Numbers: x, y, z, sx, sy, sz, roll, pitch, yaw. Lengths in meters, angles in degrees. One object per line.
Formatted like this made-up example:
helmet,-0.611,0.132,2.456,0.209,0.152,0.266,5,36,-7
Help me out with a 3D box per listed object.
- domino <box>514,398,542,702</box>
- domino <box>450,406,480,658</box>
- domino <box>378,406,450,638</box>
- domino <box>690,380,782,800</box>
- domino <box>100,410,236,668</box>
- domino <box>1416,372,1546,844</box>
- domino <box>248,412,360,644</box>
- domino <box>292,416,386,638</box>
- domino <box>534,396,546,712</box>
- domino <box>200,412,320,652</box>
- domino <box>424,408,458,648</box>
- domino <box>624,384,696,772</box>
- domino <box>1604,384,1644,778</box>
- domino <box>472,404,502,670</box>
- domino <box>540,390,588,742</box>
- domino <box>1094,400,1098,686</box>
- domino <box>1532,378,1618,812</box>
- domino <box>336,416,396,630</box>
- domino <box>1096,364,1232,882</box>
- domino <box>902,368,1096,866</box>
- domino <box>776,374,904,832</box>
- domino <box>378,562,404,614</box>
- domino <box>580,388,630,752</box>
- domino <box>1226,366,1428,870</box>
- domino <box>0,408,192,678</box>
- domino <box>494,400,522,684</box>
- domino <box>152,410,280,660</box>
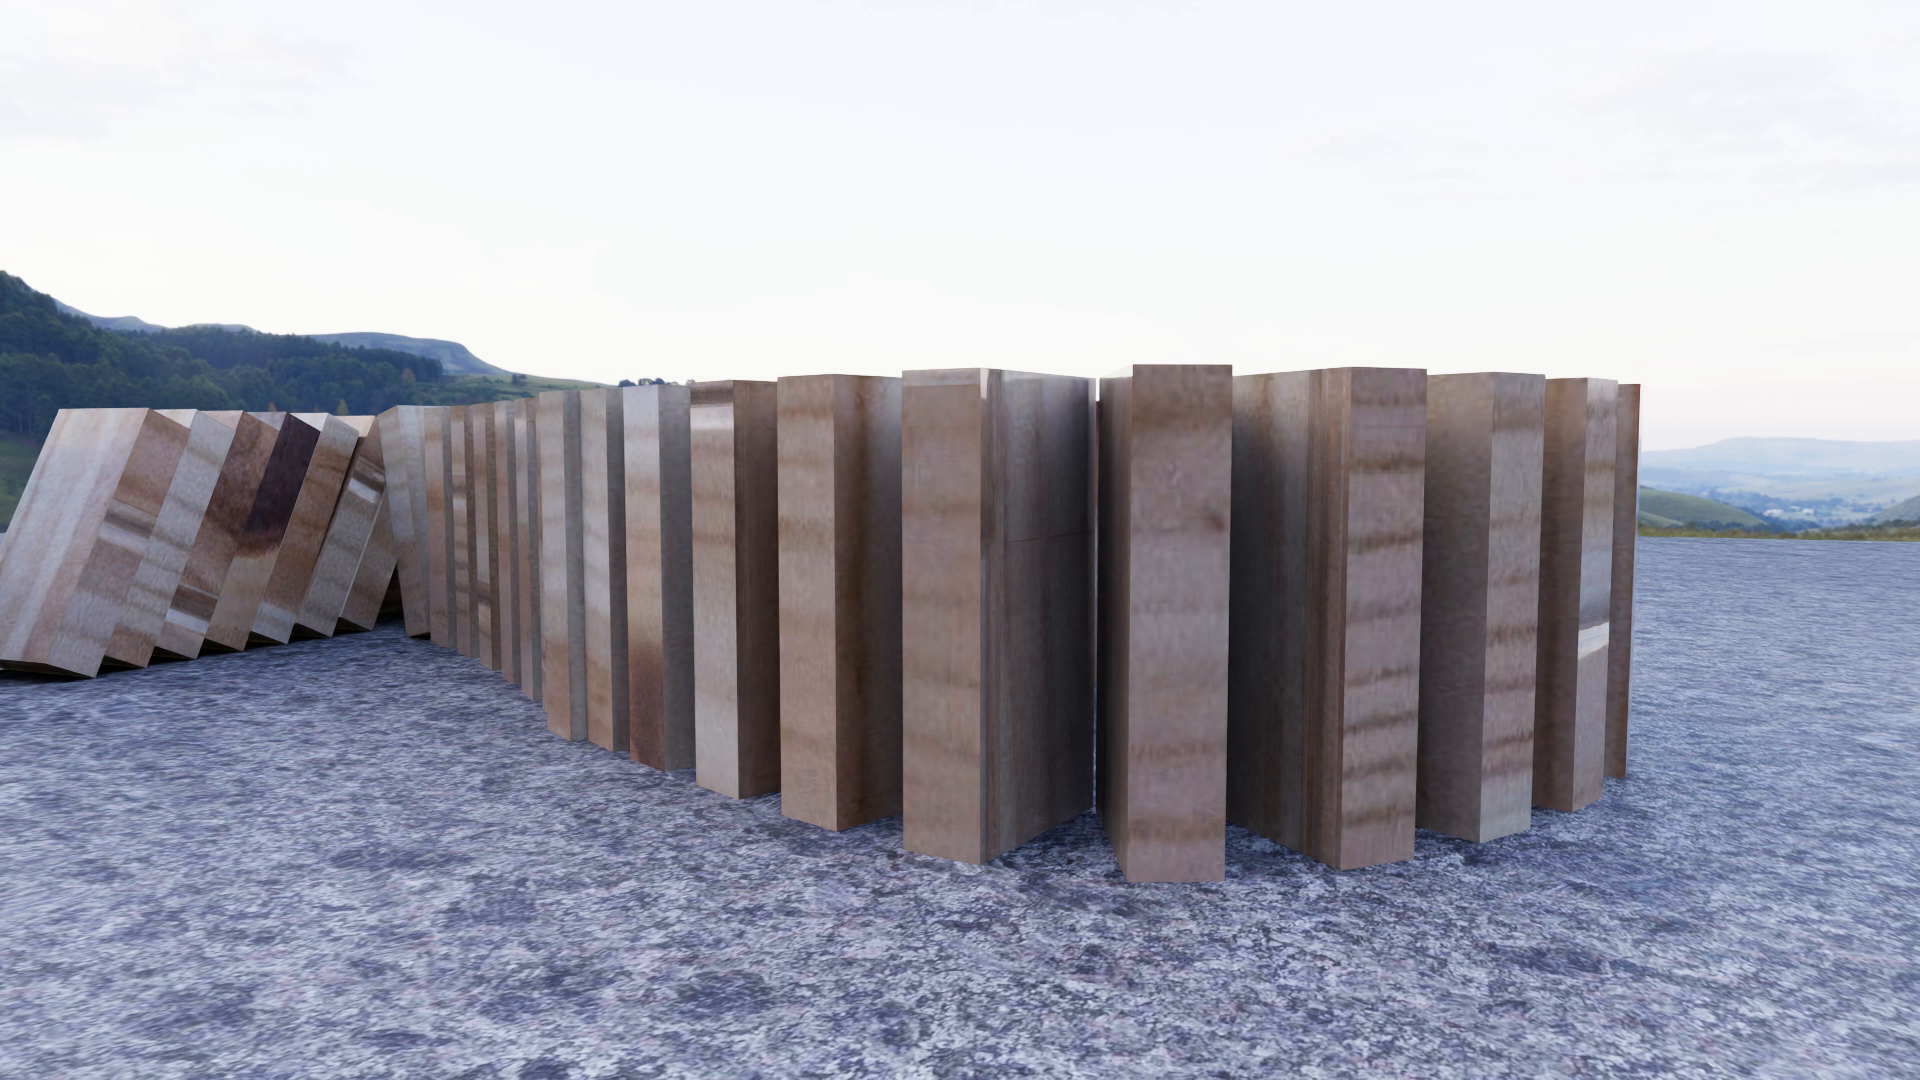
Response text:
domino,-0.062,0.001,0.221,0.025,0.050,0.010,-2,5,-30
domino,-0.090,-0.002,0.264,0.025,0.050,0.010,-3,5,-36
domino,-0.114,-0.005,0.291,0.010,0.050,0.025,-12,-5,40
domino,-0.021,0.005,0.164,0.025,0.050,0.010,-4,6,-43
domino,-0.164,-0.001,0.252,0.025,0.050,0.009,2,-21,21
domino,0.052,0.006,0.148,0.009,0.050,0.025,-3,5,-35
domino,-0.152,-0.003,0.282,0.025,0.050,0.010,2,-21,21
domino,-0.147,-0.004,0.292,0.025,0.050,0.010,2,-22,21
domino,-0.054,0.002,0.206,0.025,0.050,0.009,-2,5,-29
domino,-0.156,-0.002,0.272,0.025,0.050,0.010,2,-21,21
domino,-0.101,-0.003,0.277,0.025,0.050,0.010,-4,6,-43
domino,-0.032,0.004,0.176,0.025,0.050,0.009,-4,6,-41
domino,0.076,0.005,0.172,0.025,0.050,0.010,2,5,30
domino,-0.080,-0.001,0.250,0.025,0.050,0.010,-3,5,-34
domino,-0.049,0.003,0.193,0.025,0.050,0.009,-3,5,-37
domino,0.025,0.000,0.238,0.009,0.050,0.025,-1,4,-11
domino,0.065,0.006,0.159,0.010,0.050,0.025,-4,6,-44
domino,-0.143,-0.004,0.301,0.025,0.050,0.009,2,-22,22
domino,0.021,0.007,0.135,0.009,0.050,0.025,0,4,-1
domino,0.005,0.007,0.141,0.010,0.050,0.025,3,5,33
domino,-0.009,0.006,0.151,0.009,0.050,0.025,4,6,43
domino,-0.133,0.008,0.328,0.025,0.010,0.050,-26,-5,19
domino,-0.041,0.004,0.187,0.025,0.050,0.009,-3,5,-37
domino,0.037,0.007,0.139,0.009,0.050,0.025,-2,5,-23
domino,-0.167,0.000,0.242,0.025,0.050,0.010,2,-21,21
domino,-0.071,0.000,0.235,0.025,0.050,0.010,-3,5,-31
domino,-0.160,-0.002,0.262,0.025,0.050,0.009,2,-21,21
